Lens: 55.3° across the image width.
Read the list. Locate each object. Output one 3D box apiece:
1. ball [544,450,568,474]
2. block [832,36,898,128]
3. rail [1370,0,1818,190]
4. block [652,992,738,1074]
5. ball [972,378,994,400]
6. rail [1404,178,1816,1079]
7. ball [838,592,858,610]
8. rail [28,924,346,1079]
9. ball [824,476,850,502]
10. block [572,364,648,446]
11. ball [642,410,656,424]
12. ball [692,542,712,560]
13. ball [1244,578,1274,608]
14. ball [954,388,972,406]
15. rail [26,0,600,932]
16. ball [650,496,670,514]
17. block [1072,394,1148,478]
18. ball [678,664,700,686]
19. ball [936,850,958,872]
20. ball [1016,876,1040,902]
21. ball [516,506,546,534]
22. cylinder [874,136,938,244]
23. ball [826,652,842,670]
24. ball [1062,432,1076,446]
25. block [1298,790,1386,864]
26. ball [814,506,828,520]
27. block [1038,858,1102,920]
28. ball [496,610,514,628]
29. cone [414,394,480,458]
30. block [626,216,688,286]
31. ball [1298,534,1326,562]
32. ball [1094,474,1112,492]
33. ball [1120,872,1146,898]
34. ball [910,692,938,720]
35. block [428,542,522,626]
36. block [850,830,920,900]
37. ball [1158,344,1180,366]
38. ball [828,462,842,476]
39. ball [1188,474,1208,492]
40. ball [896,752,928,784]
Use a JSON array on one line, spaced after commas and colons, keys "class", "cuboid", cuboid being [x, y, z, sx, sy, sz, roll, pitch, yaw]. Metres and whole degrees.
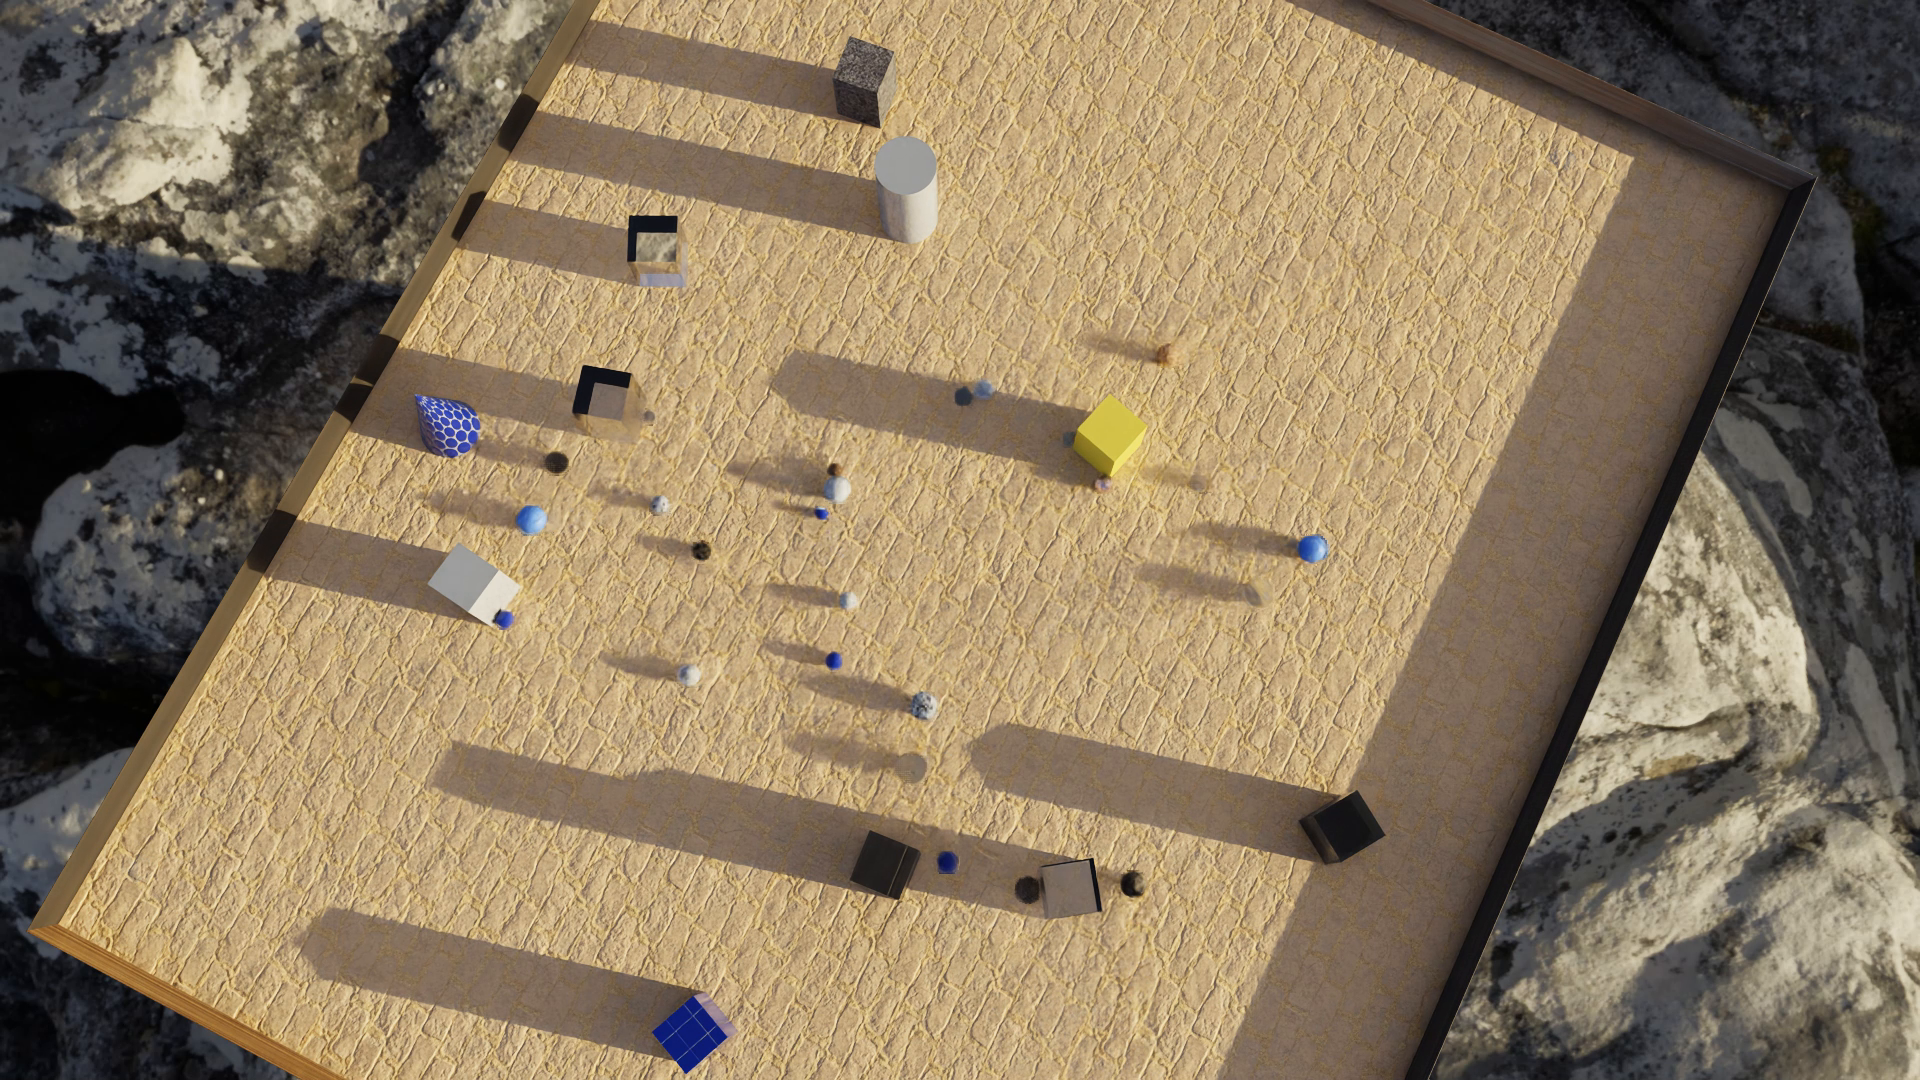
[{"class": "ball", "cuboid": [-1.238, -0.238, 5.629, 0.072, 0.072, 0.072, 0, 78, 0]}, {"class": "block", "cuboid": [-0.298, -1.442, 5.783, 0.149, 0.258, 0.149, 20, 79, 4]}, {"class": "rail", "cuboid": [0.987, -1.927, 5.952, 3.766, 0.121, 0.045, 26, 80, 5]}, {"class": "block", "cuboid": [-0.747, 1.395, 5.195, 0.149, 0.261, 0.149, -41, 81, -8]}, {"class": "ball", "cuboid": [0.072, -0.466, 5.678, 0.067, 0.067, 0.067, 0, 78, 0]}, {"class": "rail", "cuboid": [1.663, 0.821, 5.384, 0.045, 0.121, 4.462, 26, 80, 5]}, {"class": "ball", "cuboid": [-0.340, 0.185, 5.548, 0.058, 0.058, 0.058, 0, 78, 0]}, {"class": "rail", "cuboid": [-0.987, 1.940, 5.153, 3.766, 0.121, 0.045, 26, 80, 5]}, {"class": "ball", "cuboid": [-0.376, -0.157, 5.606, 0.083, 0.083, 0.083, 0, 78, 0]}, {"class": "block", "cuboid": [-1.059, -0.407, 5.555, 0.149, 0.286, 0.149, 10, 79, 2]}, {"class": "ball", "cuboid": [-0.962, -0.382, 5.675, 0.040, 0.040, 0.040, 0, 78, 0]}, {"class": "ball", "cuboid": [-0.786, 0.035, 5.580, 0.057, 0.057, 0.057, 0, 78, 0]}, {"class": "ball", "cuboid": [0.903, 0.160, 5.538, 0.089, 0.089, 0.089, 0, 78, 0]}, {"class": "ball", "cuboid": [0.010, -0.442, 5.679, 0.057, 0.057, 0.057, 0, 78, 0]}, {"class": "rail", "cuboid": [-1.663, -0.808, 5.721, 0.045, 0.121, 4.462, 26, 80, 5]}, {"class": "ball", "cuboid": [-0.917, -0.108, 5.609, 0.058, 0.058, 0.058, 0, 78, 0]}, {"class": "block", "cuboid": [0.454, -0.312, 5.565, 0.149, 0.226, 0.149, 41, 81, 8]}, {"class": "ball", "cuboid": [-0.813, 0.405, 5.497, 0.070, 0.070, 0.070, 0, 78, 0]}, {"class": "ball", "cuboid": [-0.037, 0.945, 5.389, 0.063, 0.063, 0.063, 0, 78, 0]}, {"class": "ball", "cuboid": [0.199, 1.021, 5.367, 0.074, 0.074, 0.074, 0, 78, 0]}, {"class": "ball", "cuboid": [-1.305, -0.062, 5.584, 0.089, 0.089, 0.089, 0, 78, 0]}, {"class": "cylinder", "cuboid": [-0.162, -1.071, 5.634, 0.186, 0.400, 0.186, 0, 78, 0]}, {"class": "ball", "cuboid": [-0.379, 0.362, 5.515, 0.052, 0.052, 0.052, 0, 78, 0]}, {"class": "ball", "cuboid": [0.338, -0.312, 5.654, 0.047, 0.047, 0.047, 0, 78, 0]}, {"class": "block", "cuboid": [1.107, 0.836, 5.323, 0.149, 0.235, 0.149, -30, 80, -6]}, {"class": "ball", "cuboid": [-0.424, -0.081, 5.612, 0.041, 0.041, 0.041, 0, 78, 0]}, {"class": "block", "cuboid": [0.312, 1.003, 5.260, 0.149, 0.292, 0.149, -9, 78, -2]}, {"class": "ball", "cuboid": [-1.375, 0.239, 5.540, 0.053, 0.053, 0.053, 0, 78, 0]}, {"class": "cone", "cuboid": [-1.581, -0.384, 5.499, 0.186, 0.385, 0.186, 0, 78, 0]}, {"class": "block", "cuboid": [-0.936, -0.894, 5.686, 0.149, 0.225, 0.149, 0, 78, 0]}, {"class": "ball", "cuboid": [1.069, 0.027, 5.568, 0.085, 0.085, 0.085, 0, 78, 0]}, {"class": "ball", "cuboid": [0.440, -0.174, 5.626, 0.052, 0.052, 0.052, 0, 78, 0]}, {"class": "ball", "cuboid": [0.508, 1.010, 5.369, 0.076, 0.076, 0.076, 0, 78, 0]}, {"class": "ball", "cuboid": [-0.108, 0.495, 5.471, 0.084, 0.084, 0.084, 0, 78, 0]}, {"class": "block", "cuboid": [-1.441, 0.135, 5.449, 0.149, 0.273, 0.149, 33, 80, 6]}, {"class": "block", "cuboid": [-0.212, 0.939, 5.270, 0.149, 0.298, 0.149, 21, 79, 4]}, {"class": "ball", "cuboid": [0.648, -0.575, 5.700, 0.070, 0.070, 0.070, 0, 78, 0]}, {"class": "ball", "cuboid": [-0.385, -0.214, 5.636, 0.047, 0.047, 0.047, 0, 78, 0]}, {"class": "ball", "cuboid": [0.731, -0.175, 5.624, 0.056, 0.056, 0.056, 0, 78, 0]}, {"class": "ball", "cuboid": [-0.143, 0.675, 5.429, 0.093, 0.093, 0.093, 0, 78, 0]}]
